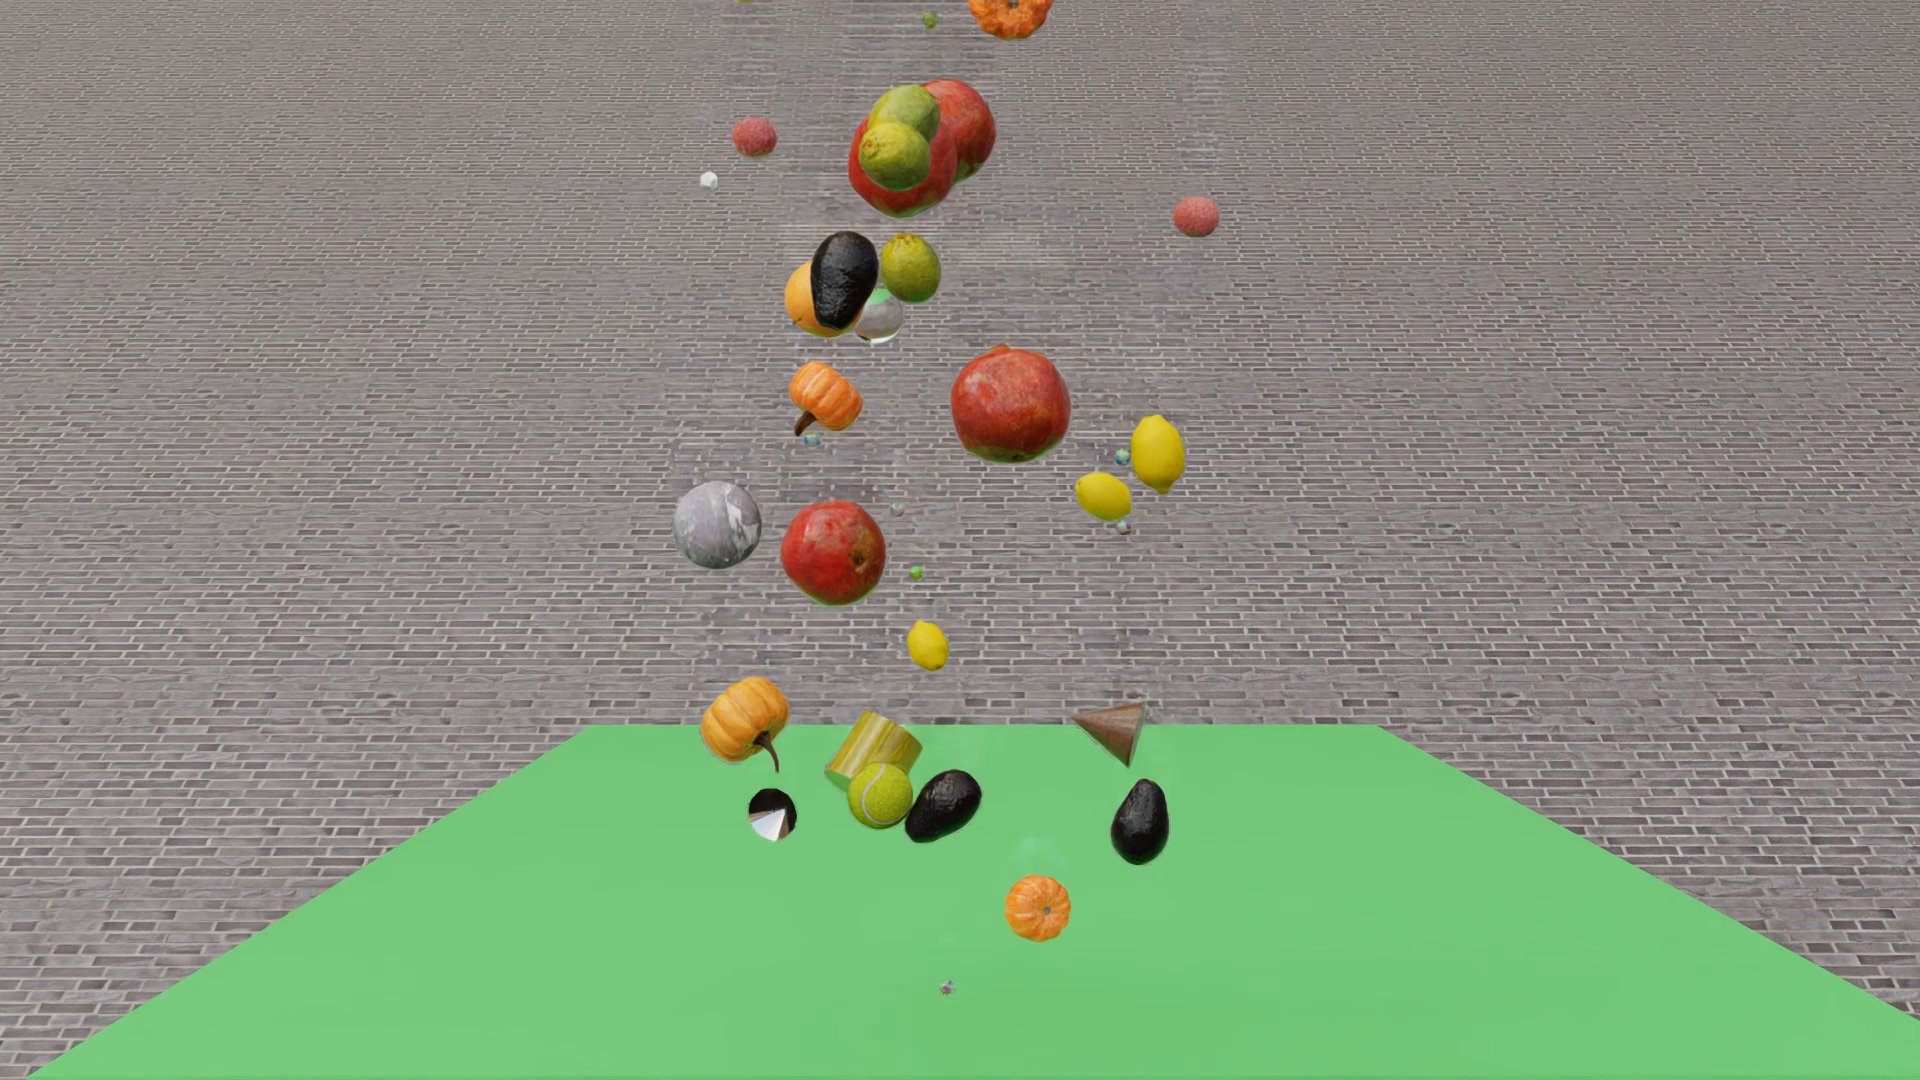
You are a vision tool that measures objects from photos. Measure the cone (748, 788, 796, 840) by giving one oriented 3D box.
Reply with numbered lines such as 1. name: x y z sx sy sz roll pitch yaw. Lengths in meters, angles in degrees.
1. cone: -0.192 0.293 2.815 0.057 0.057 0.057 11 9 20

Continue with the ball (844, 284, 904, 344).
1. ball: -0.087 -0.228 2.607 0.060 0.060 0.060 0 27 0

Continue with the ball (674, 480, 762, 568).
1. ball: -0.245 -0.015 2.607 0.089 0.089 0.089 0 27 0

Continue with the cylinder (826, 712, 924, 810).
1. cylinder: -0.102 0.262 3.064 0.085 0.085 0.085 20 68 34

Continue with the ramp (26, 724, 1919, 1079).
1. ramp: 0.062 0.555 4.592 2.000 0.100 4.000 0 1 0

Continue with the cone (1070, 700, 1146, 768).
1. cone: 0.158 0.205 2.849 0.078 0.078 0.078 14 29 9
